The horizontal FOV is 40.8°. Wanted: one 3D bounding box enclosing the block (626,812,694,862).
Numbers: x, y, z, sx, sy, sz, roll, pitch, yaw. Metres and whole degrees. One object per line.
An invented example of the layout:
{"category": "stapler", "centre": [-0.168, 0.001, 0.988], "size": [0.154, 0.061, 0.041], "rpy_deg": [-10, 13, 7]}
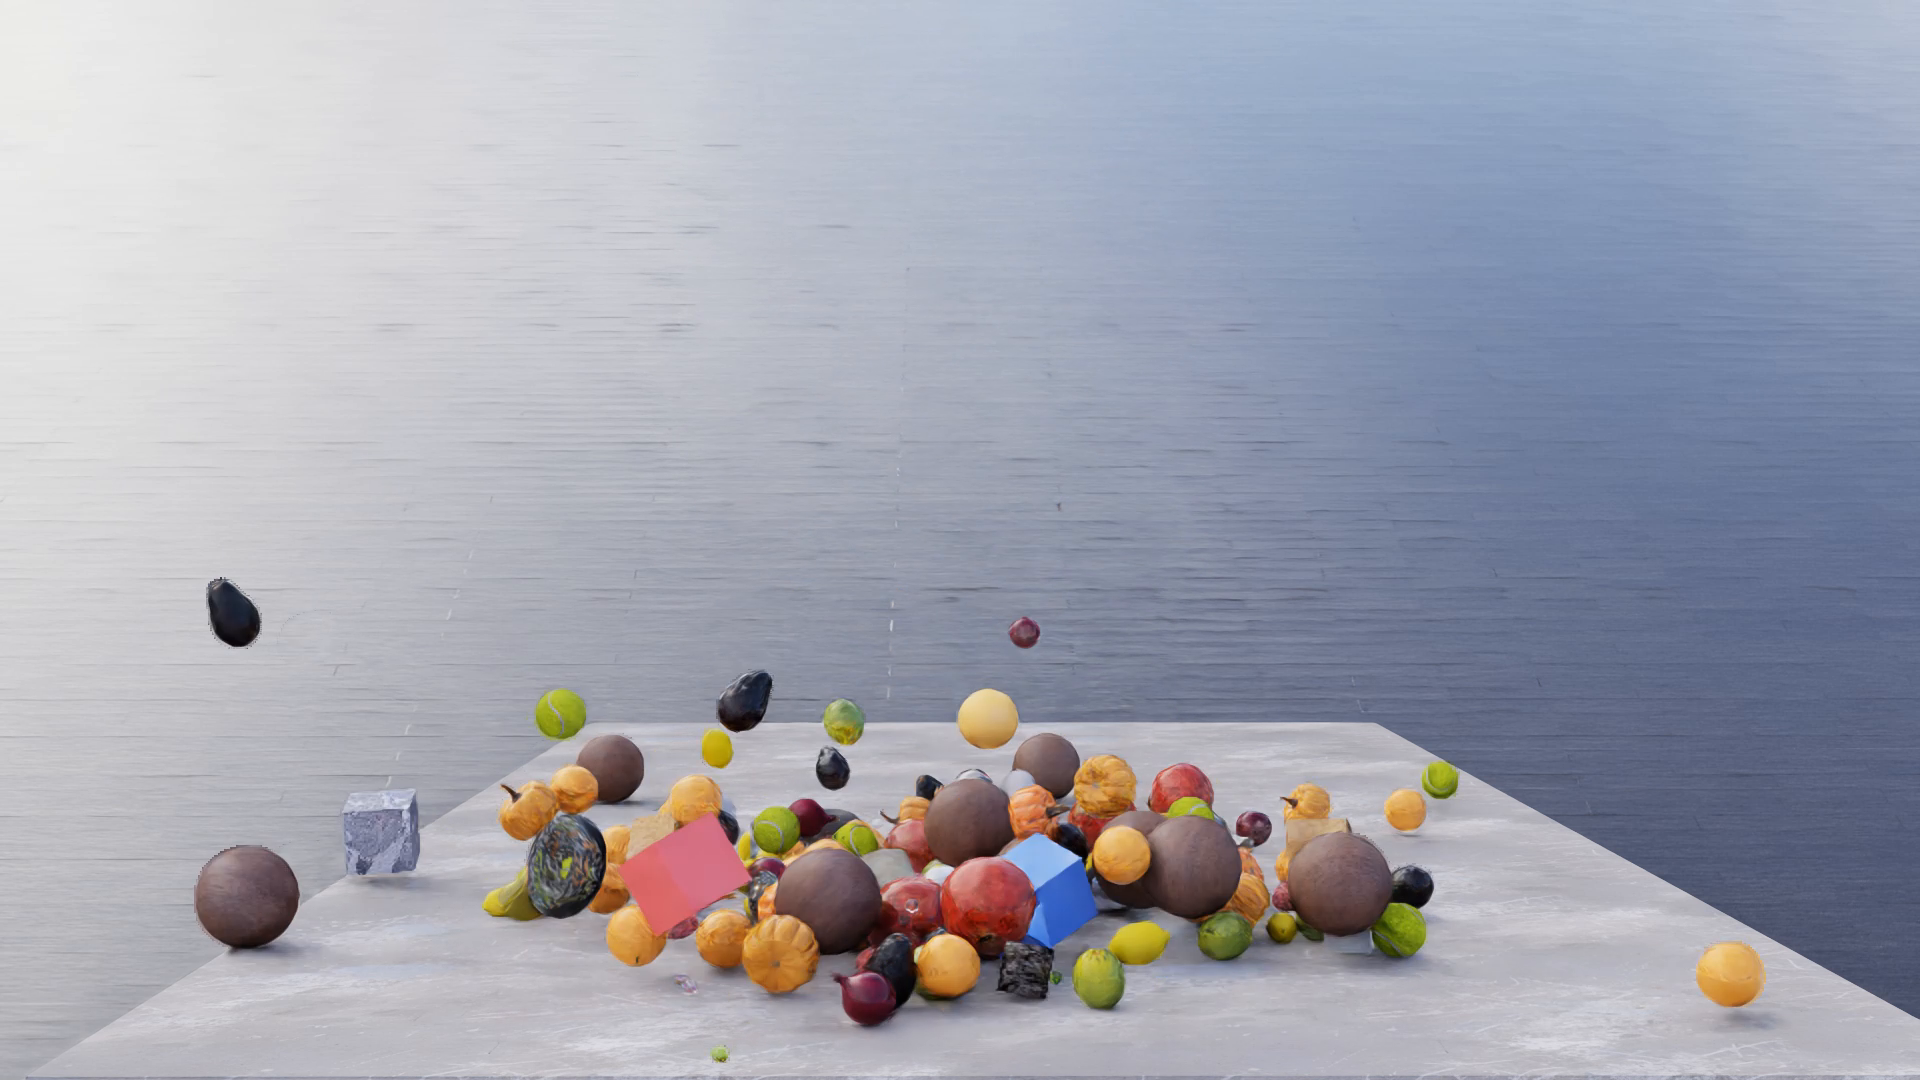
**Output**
{"category": "block", "centre": [-0.403, 0.433, 3.578], "size": [0.080, 0.080, 0.080], "rpy_deg": [-12, 57, 34]}

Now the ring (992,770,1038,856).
{"category": "ring", "centre": [0.086, 0.436, 4.086], "size": [0.049, 0.146, 0.146], "rpy_deg": [11, 25, -11]}

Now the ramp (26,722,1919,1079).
{"category": "ramp", "centre": [0.061, 0.552, 4.589], "size": [2.000, 0.100, 4.000], "rpy_deg": [0, 1, 0]}

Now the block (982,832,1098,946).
{"category": "block", "centre": [0.101, 0.443, 3.252], "size": [0.091, 0.091, 0.091], "rpy_deg": [-31, 32, -25]}

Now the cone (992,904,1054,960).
{"category": "cone", "centre": [0.089, 0.471, 3.141], "size": [0.077, 0.077, 0.077], "rpy_deg": [10, 47, 18]}

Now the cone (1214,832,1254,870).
{"category": "cone", "centre": [0.415, 0.471, 4.013], "size": [0.059, 0.059, 0.059], "rpy_deg": [35, 42, 31]}

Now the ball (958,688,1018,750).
{"category": "ball", "centre": [0.040, 0.254, 3.662], "size": [0.086, 0.086, 0.086], "rpy_deg": [0, 27, 0]}

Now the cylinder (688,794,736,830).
{"category": "cylinder", "centre": [-0.427, 0.472, 4.444], "size": [0.060, 0.060, 0.060], "rpy_deg": [17, 12, 30]}

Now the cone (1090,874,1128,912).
{"category": "cone", "centre": [0.200, 0.484, 3.465], "size": [0.057, 0.057, 0.057], "rpy_deg": [16, 29, 4]}

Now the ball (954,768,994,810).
{"category": "ball", "centre": [0.019, 0.357, 3.703], "size": [0.058, 0.058, 0.058], "rpy_deg": [0, 27, 0]}

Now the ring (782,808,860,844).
{"category": "ring", "centre": [-0.237, 0.483, 4.365], "size": [0.139, 0.046, 0.139], "rpy_deg": [1, 2, 0]}

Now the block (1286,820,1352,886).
{"category": "block", "centre": [0.481, 0.418, 3.454], "size": [0.079, 0.079, 0.079], "rpy_deg": [-2, -14, 13]}

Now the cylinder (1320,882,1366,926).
{"category": "cylinder", "centre": [0.511, 0.488, 3.444], "size": [0.057, 0.057, 0.057], "rpy_deg": [4, -11, 1]}

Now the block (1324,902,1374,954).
{"category": "block", "centre": [0.497, 0.495, 3.296], "size": [0.057, 0.057, 0.057], "rpy_deg": [0, -1, 13]}

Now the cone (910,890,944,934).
{"category": "cone", "centre": [-0.052, 0.472, 3.314], "size": [0.050, 0.050, 0.050], "rpy_deg": [-22, -2, -1]}

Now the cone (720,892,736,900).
{"category": "cone", "centre": [-0.344, 0.506, 3.719], "size": [0.050, 0.050, 0.050], "rpy_deg": [27, 24, -13]}

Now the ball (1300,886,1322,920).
{"category": "ball", "centre": [0.500, 0.485, 3.530], "size": [0.070, 0.070, 0.070], "rpy_deg": [0, 27, 0]}

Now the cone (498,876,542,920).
{"category": "cone", "centre": [-0.590, 0.474, 3.537], "size": [0.066, 0.066, 0.066], "rpy_deg": [20, 37, -16]}

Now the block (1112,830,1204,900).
{"category": "block", "centre": [0.284, 0.467, 3.717], "size": [0.091, 0.091, 0.091], "rpy_deg": [2, -4, -42]}

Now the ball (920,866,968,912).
{"category": "ball", "centre": [-0.020, 0.447, 3.312], "size": [0.060, 0.060, 0.060], "rpy_deg": [0, 27, 0]}

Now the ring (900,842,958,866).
{"category": "ring", "centre": [-0.050, 0.495, 4.083], "size": [0.094, 0.031, 0.094], "rpy_deg": [0, -1, 0]}

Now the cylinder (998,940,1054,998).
{"category": "cylinder", "centre": [0.076, 0.496, 2.979], "size": [0.057, 0.057, 0.057], "rpy_deg": [10, -9, 2]}

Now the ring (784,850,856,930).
{"category": "ring", "centre": [-0.185, 0.471, 3.481], "size": [0.117, 0.039, 0.117], "rpy_deg": [-13, 50, 15]}

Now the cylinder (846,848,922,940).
{"category": "cylinder", "centre": [-0.096, 0.463, 3.374], "size": [0.086, 0.086, 0.086], "rpy_deg": [-9, 55, -17]}

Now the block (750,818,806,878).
{"category": "block", "centre": [-0.279, 0.472, 3.957], "size": [0.082, 0.082, 0.082], "rpy_deg": [0, 1, 0]}

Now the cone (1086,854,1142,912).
{"category": "cone", "centre": [0.222, 0.493, 3.562], "size": [0.086, 0.086, 0.086], "rpy_deg": [-6, 21, -12]}

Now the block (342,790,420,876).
{"category": "block", "centre": [-0.872, 0.441, 3.896], "size": [0.098, 0.098, 0.098], "rpy_deg": [-3, 11, -6]}

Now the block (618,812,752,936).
{"category": "block", "centre": [-0.325, 0.394, 3.047], "size": [0.094, 0.094, 0.094], "rpy_deg": [-27, -6, -42]}

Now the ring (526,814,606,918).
{"category": "ring", "centre": [-0.521, 0.431, 3.413], "size": [0.046, 0.139, 0.139], "rpy_deg": [25, 6, -43]}

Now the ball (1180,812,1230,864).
{"category": "ball", "centre": [0.387, 0.470, 4.081], "size": [0.081, 0.081, 0.081], "rpy_deg": [0, 27, 0]}
